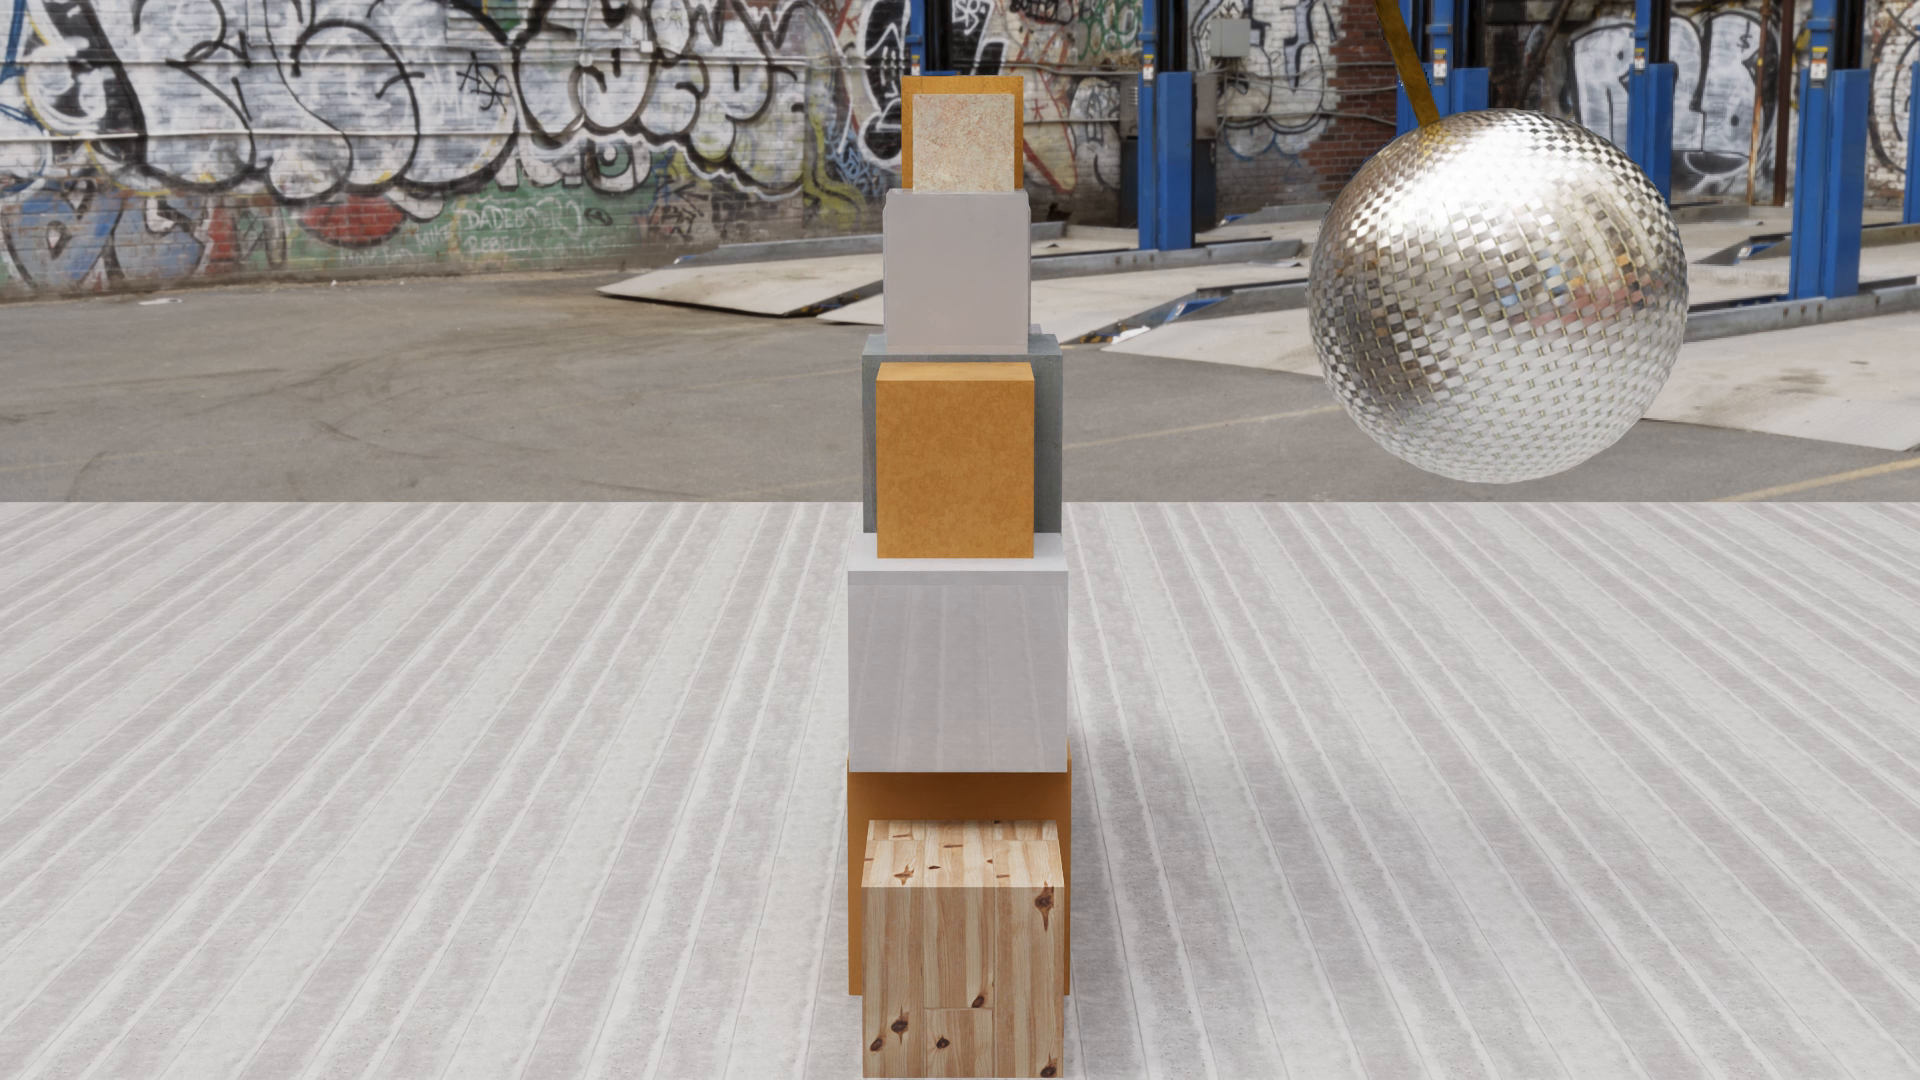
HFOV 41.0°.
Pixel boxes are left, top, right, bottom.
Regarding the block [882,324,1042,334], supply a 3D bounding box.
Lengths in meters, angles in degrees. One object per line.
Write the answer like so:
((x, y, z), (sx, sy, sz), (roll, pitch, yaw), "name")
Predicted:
((0.012, -0.634, 12.214), (0.753, 0.717, 0.732), (0, 11, 0), "block")

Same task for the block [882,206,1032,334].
((-0.013, -1.185, 11.530), (0.647, 0.624, 0.607), (0, 11, 0), "block")

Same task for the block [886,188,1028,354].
((-0.011, -1.095, 10.394), (0.558, 0.630, 0.563), (0, 10, 0), "block")

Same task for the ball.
((2.295, -1.041, 10.991), (1.600, 1.600, 1.600), (0, 10, 0), "ball")

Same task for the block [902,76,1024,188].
((0.010, -1.717, 11.112), (0.513, 0.577, 0.567), (0, 11, 0), "block")

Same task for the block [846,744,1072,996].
((-0.003, 1.219, 10.233), (0.853, 0.940, 0.845), (0, 10, 0), "block")

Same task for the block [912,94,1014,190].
((0.015, -1.645, 10.590), (0.409, 0.383, 0.480), (0, 10, 0), "block")

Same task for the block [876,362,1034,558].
((-0.018, -0.316, 9.900), (0.589, 0.673, 0.608), (0, 10, 0), "block")

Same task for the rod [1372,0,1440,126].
((0.994, -4.132, 10.429), (0.080, 5.200, 0.080), (-22, 10, 4), "rod")

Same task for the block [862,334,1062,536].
((0.009, -0.421, 10.650), (0.795, 0.788, 0.875), (0, 10, 0), "block")

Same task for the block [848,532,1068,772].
((-0.007, 0.418, 9.876), (0.812, 0.764, 0.788), (0, 10, 0), "block")

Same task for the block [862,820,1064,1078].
((0.010, 1.486, 9.426), (0.710, 0.704, 0.818), (0, 10, 0), "block")
